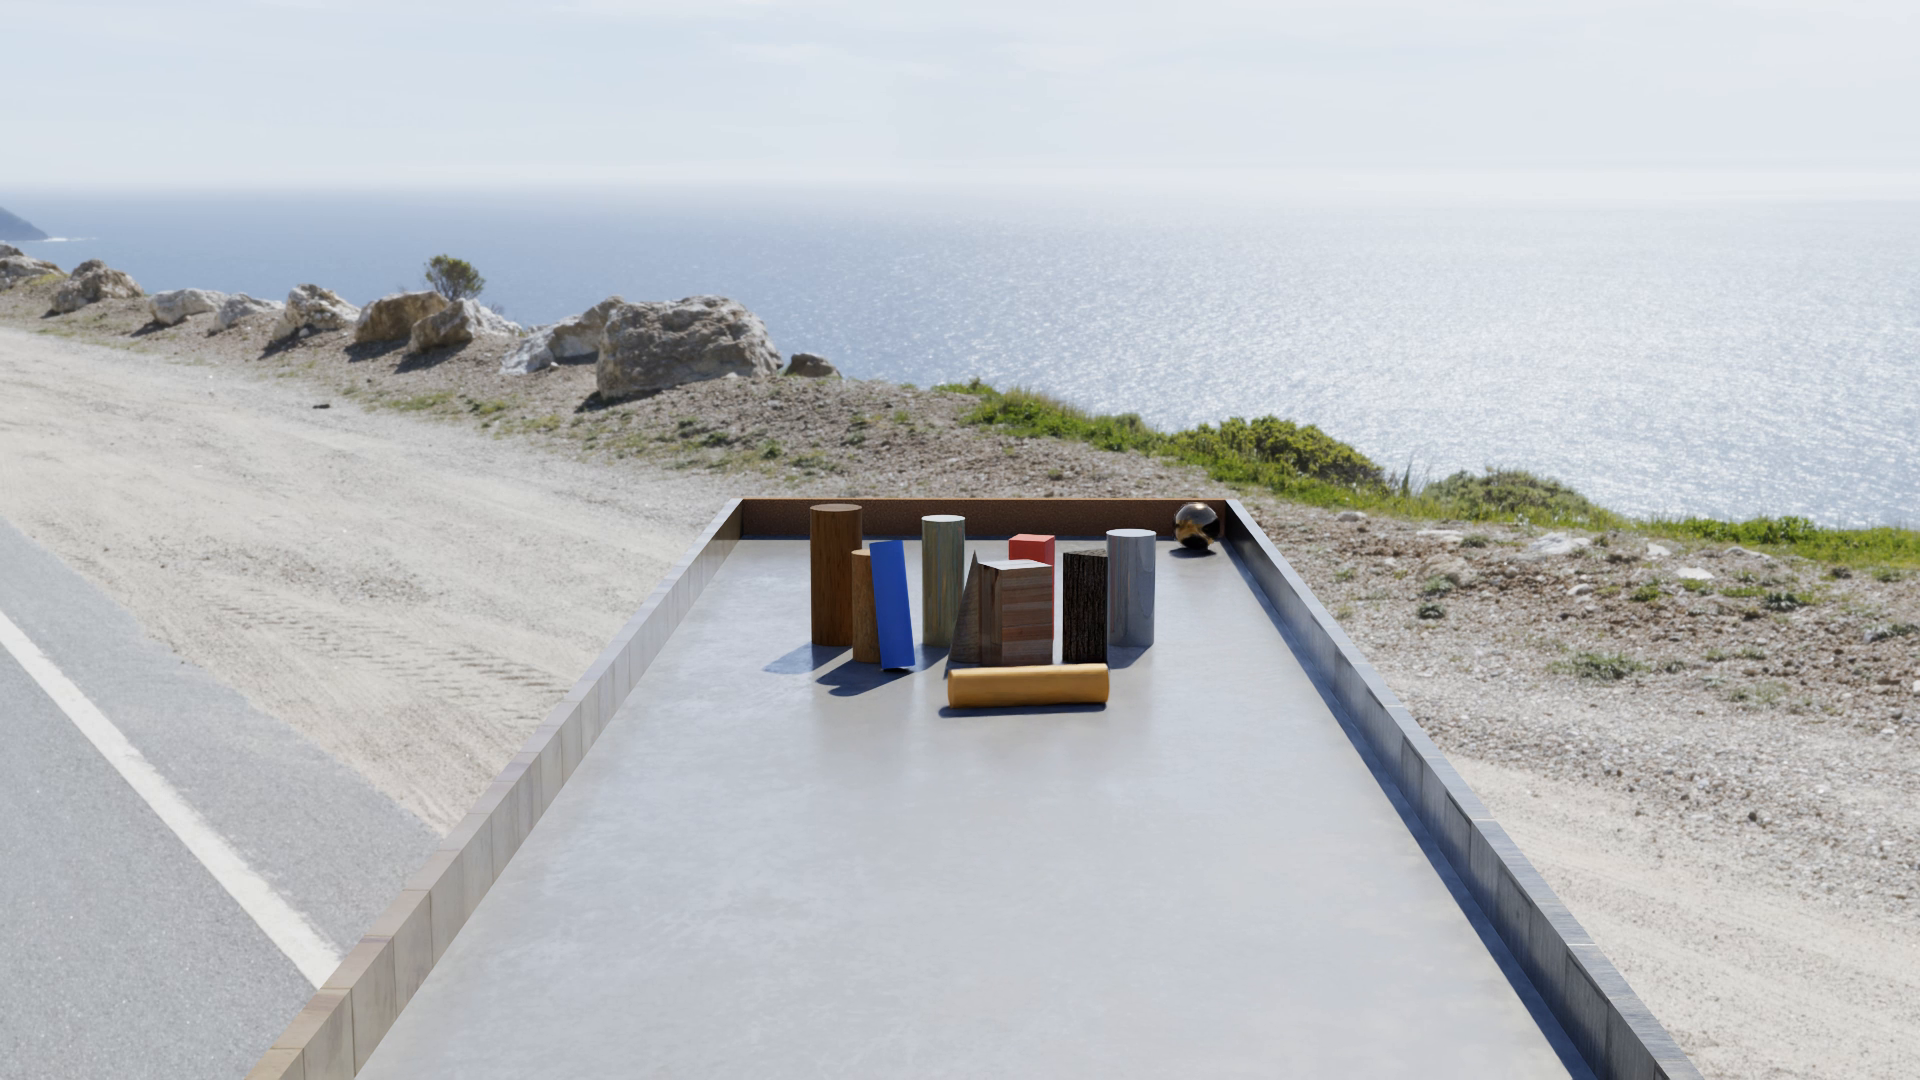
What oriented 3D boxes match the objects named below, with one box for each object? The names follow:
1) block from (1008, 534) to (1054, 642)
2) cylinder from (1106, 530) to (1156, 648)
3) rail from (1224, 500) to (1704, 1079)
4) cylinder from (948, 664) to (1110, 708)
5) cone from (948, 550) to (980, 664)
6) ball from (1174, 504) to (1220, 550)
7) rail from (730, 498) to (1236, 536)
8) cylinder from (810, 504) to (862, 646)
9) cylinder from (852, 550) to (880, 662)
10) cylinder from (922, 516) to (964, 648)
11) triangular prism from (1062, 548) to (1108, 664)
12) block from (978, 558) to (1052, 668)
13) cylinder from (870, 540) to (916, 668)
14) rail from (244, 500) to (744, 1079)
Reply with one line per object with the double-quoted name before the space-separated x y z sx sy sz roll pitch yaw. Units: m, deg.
"block" 0.226 0.159 6.931 0.117 0.336 0.117 3 9 17
"cylinder" 0.538 0.150 6.939 0.155 0.351 0.155 0 9 0
"rail" 1.046 0.843 3.208 0.050 0.150 12.000 0 9 1
"cylinder" 0.190 0.405 6.108 0.436 0.109 0.109 -2 9 -10
"cone" 0.045 0.194 6.699 0.165 0.339 0.165 0 9 0
"ball" 0.942 -0.054 8.763 0.184 0.184 0.184 0 9 0
"rail" 0.099 -0.098 9.147 2.100 0.150 0.050 0 9 1
"cylinder" -0.390 0.110 6.948 0.164 0.429 0.164 0 9 0
"cylinder" -0.261 0.199 6.695 0.136 0.328 0.136 0 8 0
"cylinder" -0.052 0.129 6.925 0.136 0.399 0.136 0 9 0
"triangular prism" 0.406 0.200 6.680 0.149 0.334 0.129 5 10 29
"block" 0.165 0.228 6.557 0.165 0.314 0.165 -4 8 -24
"cylinder" -0.202 0.192 6.557 0.101 0.375 0.101 -6 -2 0
"rail" -1.004 0.839 3.234 0.050 0.150 12.000 0 9 1
